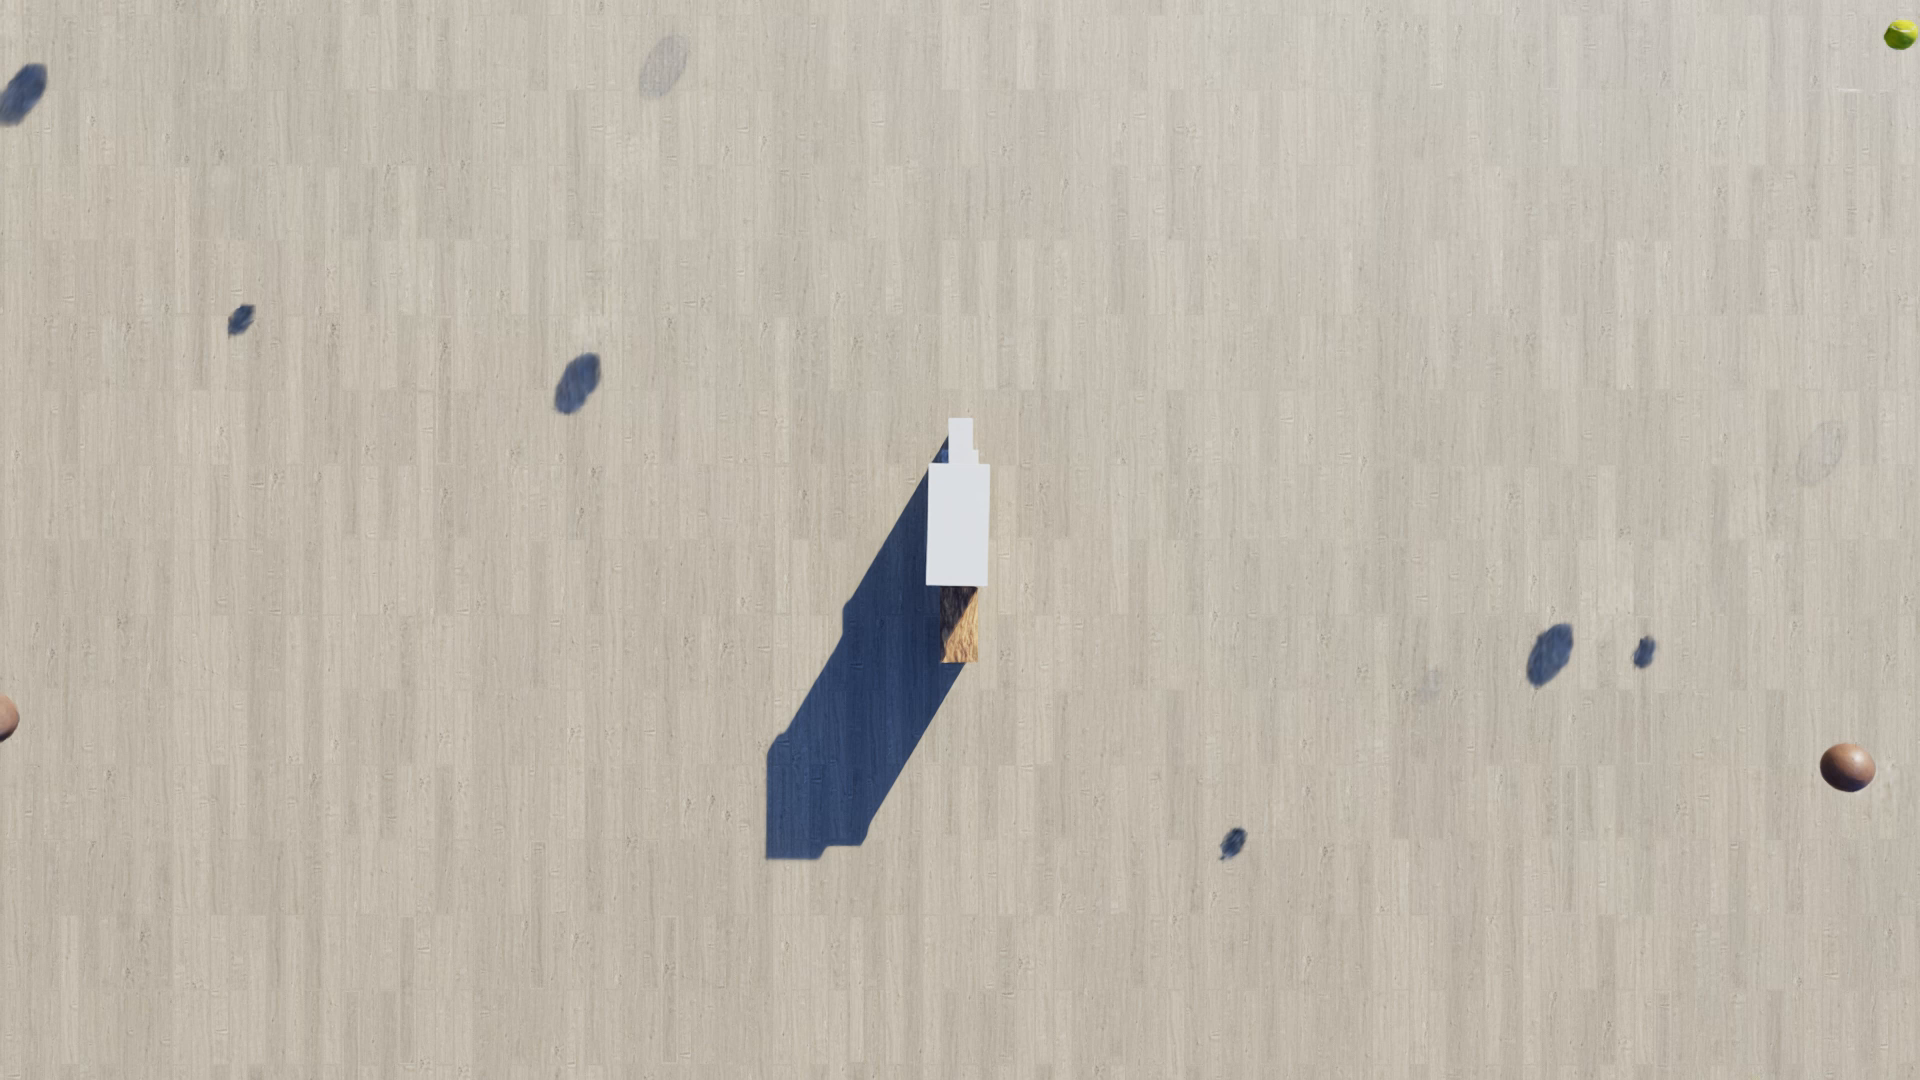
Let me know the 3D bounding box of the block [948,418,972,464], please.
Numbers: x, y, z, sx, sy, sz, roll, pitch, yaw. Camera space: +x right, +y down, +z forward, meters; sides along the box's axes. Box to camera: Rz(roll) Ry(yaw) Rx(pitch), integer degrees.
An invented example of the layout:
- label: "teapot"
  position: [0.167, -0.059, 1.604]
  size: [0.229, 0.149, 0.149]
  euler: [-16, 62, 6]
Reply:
- label: "block"
  position: [0.003, -0.300, 5.075]
  size: [0.074, 0.021, 0.148]
  euler: [0, 90, 0]

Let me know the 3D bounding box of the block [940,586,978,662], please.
- label: "block"
  position: [-0.004, 0.257, 5.048]
  size: [0.117, 0.033, 0.233]
  euler: [0, 90, 0]

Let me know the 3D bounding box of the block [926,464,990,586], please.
- label: "block"
  position: [-0.005, -0.045, 4.851]
  size: [0.178, 0.050, 0.356]
  euler: [1, 90, 0]

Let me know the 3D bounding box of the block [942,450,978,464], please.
- label: "block"
  position: [0.000, -0.169, 5.249]
  size: [0.117, 0.033, 0.234]
  euler: [0, 90, 0]
